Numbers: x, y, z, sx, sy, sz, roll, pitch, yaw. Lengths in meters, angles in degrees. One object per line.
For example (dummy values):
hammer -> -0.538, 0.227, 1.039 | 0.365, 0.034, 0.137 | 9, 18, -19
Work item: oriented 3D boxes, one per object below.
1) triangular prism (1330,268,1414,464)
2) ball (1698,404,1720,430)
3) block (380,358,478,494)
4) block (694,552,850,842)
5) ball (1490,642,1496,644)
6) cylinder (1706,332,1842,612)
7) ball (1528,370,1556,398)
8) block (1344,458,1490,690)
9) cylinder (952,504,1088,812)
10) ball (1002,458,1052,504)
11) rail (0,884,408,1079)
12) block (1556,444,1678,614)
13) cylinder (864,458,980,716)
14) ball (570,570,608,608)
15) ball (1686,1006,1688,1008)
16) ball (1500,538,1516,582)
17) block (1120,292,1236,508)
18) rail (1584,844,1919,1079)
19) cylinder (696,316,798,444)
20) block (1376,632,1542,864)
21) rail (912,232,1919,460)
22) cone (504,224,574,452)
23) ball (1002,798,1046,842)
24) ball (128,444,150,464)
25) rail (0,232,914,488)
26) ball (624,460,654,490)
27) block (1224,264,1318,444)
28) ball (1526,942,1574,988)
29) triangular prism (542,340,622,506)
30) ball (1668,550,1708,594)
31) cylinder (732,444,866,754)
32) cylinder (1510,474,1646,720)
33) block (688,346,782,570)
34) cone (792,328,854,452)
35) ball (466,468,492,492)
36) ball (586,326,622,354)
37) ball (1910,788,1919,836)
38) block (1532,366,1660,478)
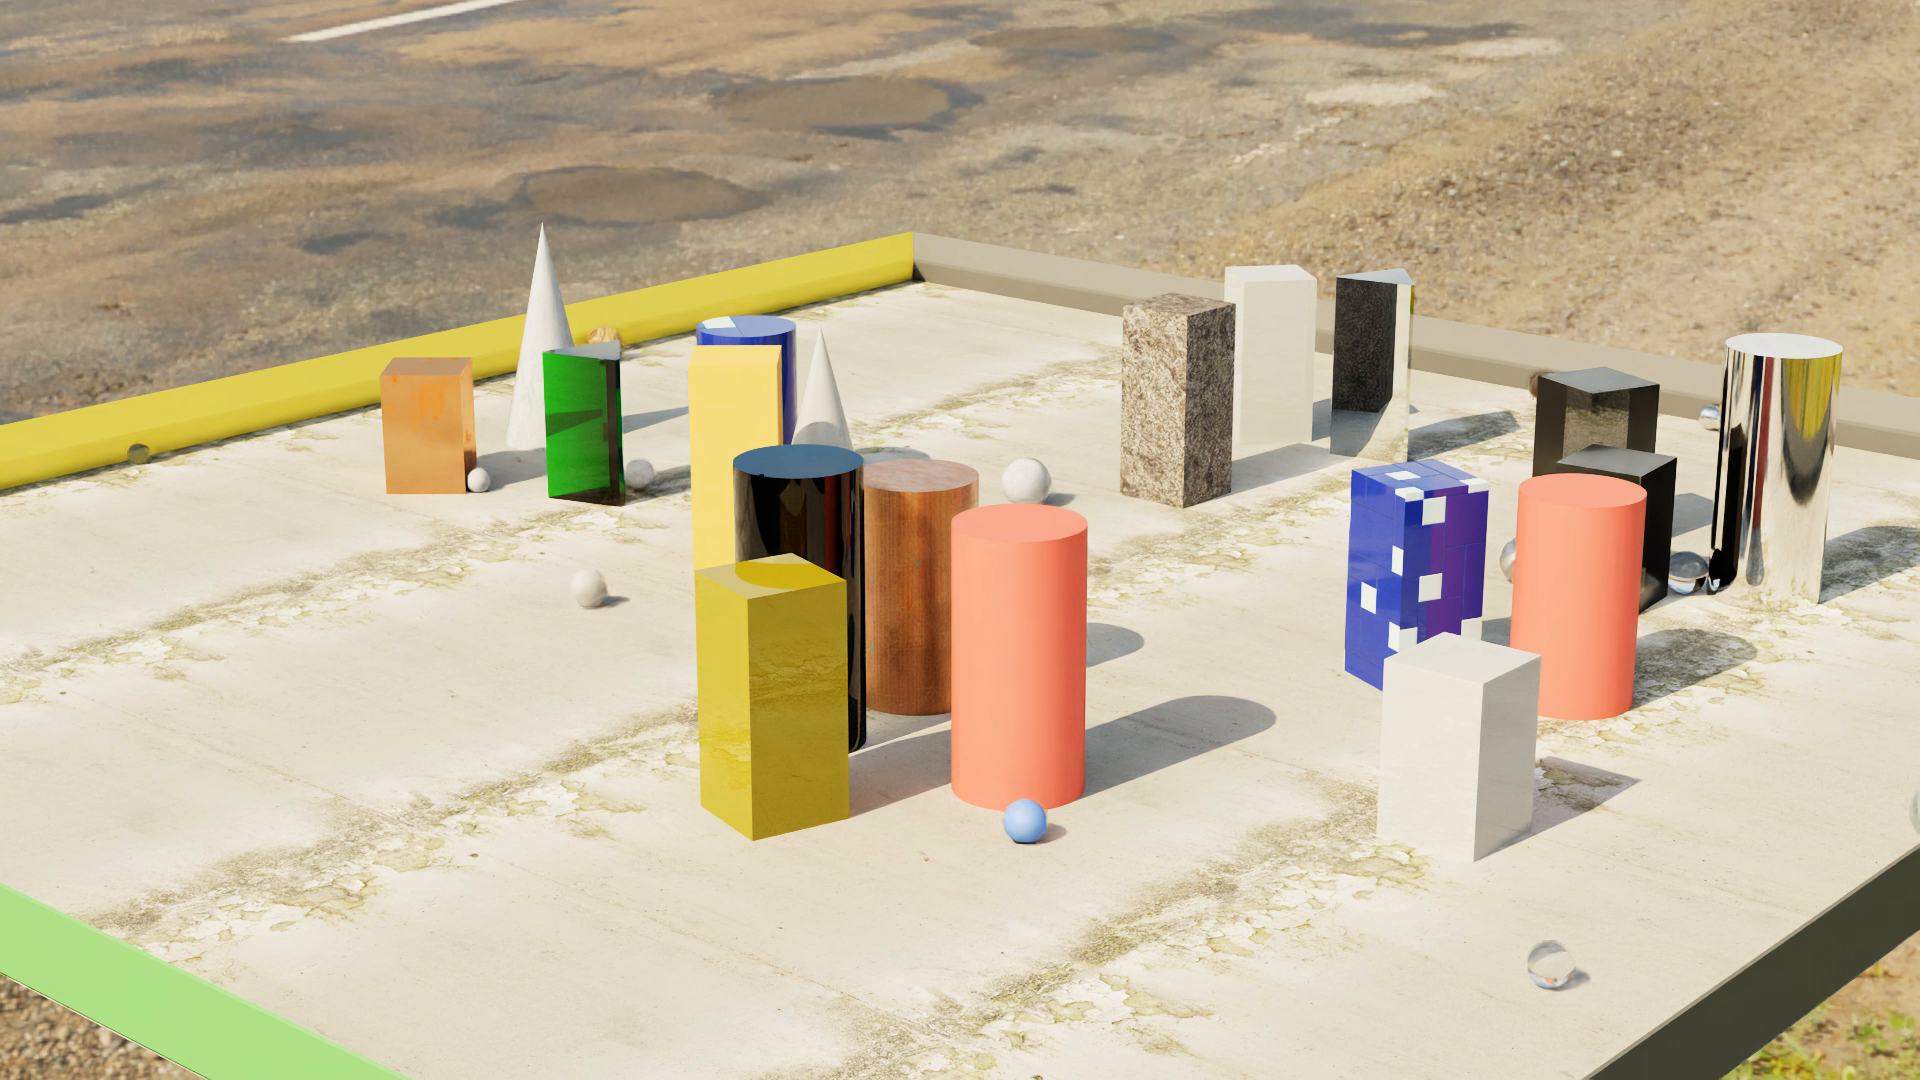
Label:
triangular prism -> 0.869, -0.362, 6.004 | 0.168, 0.370, 0.145 | 10, 19, 29
ball -> 1.594, -0.260, 6.215 | 0.054, 0.054, 0.054 | 0, 17, 0
block -> -1.046, -0.226, 5.783 | 0.155, 0.239, 0.155 | 0, 17, 0
block -> -0.263, 0.218, 4.114 | 0.155, 0.353, 0.155 | -10, 20, -31
ball -> 0.847, 0.192, 4.708 | 0.059, 0.059, 0.059 | 0, 17, 0
cylinder -> 1.404, -0.118, 5.062 | 0.194, 0.447, 0.194 | 0, 17, 0
ball -> 1.286, -0.339, 6.447 | 0.071, 0.071, 0.071 | 0, 17, 0
block -> 0.724, 0.060, 4.664 | 0.155, 0.337, 0.155 | -8, 18, -24
cylinder -> 0.084, 0.167, 4.200 | 0.194, 0.400, 0.194 | 0, 17, 0
ball -> 0.127, -0.112, 5.649 | 0.096, 0.096, 0.096 | 0, 17, 0
rail -> -1.267, 0.453, 3.724 | 3.730, 0.126, 0.045 | 14, 22, 39
block -> 1.128, -0.018, 5.069 | 0.155, 0.251, 0.155 | 12, 20, 34
cylinder -> -0.067, 0.072, 4.583 | 0.194, 0.360, 0.194 | 0, 17, 0
ball -> -0.639, 0.084, 5.057 | 0.063, 0.063, 0.063 | 0, 17, 0
ball -> 0.877, 0.571, 3.479 | 0.043, 0.043, 0.043 | 0, 17, 0
ball -> 0.996, 0.037, 5.177 | 0.085, 0.085, 0.085 | 0, 17, 0
block -> 0.422, -0.273, 5.694 | 0.155, 0.379, 0.155 | 14, 22, 39
rail -> 1.390, 0.380, 3.965 | 0.045, 0.126, 3.911 | 14, 22, 39
cylinder -> -0.413, -0.255, 5.716 | 0.194, 0.332, 0.194 | 0, 17, 0
block -> 0.690, 0.284, 4.056 | 0.155, 0.258, 0.155 | 14, 22, 39
rail -> 1.267, -0.390, 6.517 | 3.730, 0.126, 0.045 | 14, 22, 39
cone -> -0.857, -0.432, 6.080 | 0.194, 0.460, 0.194 | 0, 17, 0
ball -> 0.089, 0.388, 4.055 | 0.061, 0.061, 0.061 | 0, 17, 0
ball -> -1.666, -0.175, 5.953 | 0.043, 0.043, 0.043 | 0, 17, 0
rail -> -1.390, -0.317, 6.276 | 0.045, 0.126, 3.911 | 14, 22, 39
ball -> -0.631, -0.129, 5.772 | 0.059, 0.059, 0.059 | 0, 17, 0
block -> 0.645, -0.389, 6.137 | 0.155, 0.345, 0.155 | -3, 17, -9
ball -> 0.727, 0.524, 3.612 | 0.057, 0.057, 0.057 | 0, 17, 0
triangular prism -> -0.699, -0.232, 5.712 | 0.168, 0.291, 0.145 | 7, 18, 22
ball -> 1.270, 0.057, 5.127 | 0.076, 0.076, 0.076 | 0, 17, 0
cylinder -> -0.238, 0.092, 4.384 | 0.194, 0.437, 0.194 | 0, 17, 0
cylinder -> 0.959, 0.087, 4.566 | 0.194, 0.342, 0.194 | 0, 17, 0
block -> -0.398, -0.143, 5.255 | 0.155, 0.385, 0.155 | 0, 17, 0
cone -> -0.259, -0.215, 5.495 | 0.194, 0.384, 0.194 | 0, 17, 0
ball -> -0.945, -0.118, 5.754 | 0.048, 0.048, 0.048 | 0, 17, 0
ball -> -0.827, -0.457, 6.817 | 0.082, 0.082, 0.082 | 0, 17, 0
ball -> 1.357, 0.375, 4.036 | 0.097, 0.097, 0.097 | 0, 17, 0
block -> 1.165, -0.145, 5.395 | 0.155, 0.307, 0.155 | -8, 19, -26
